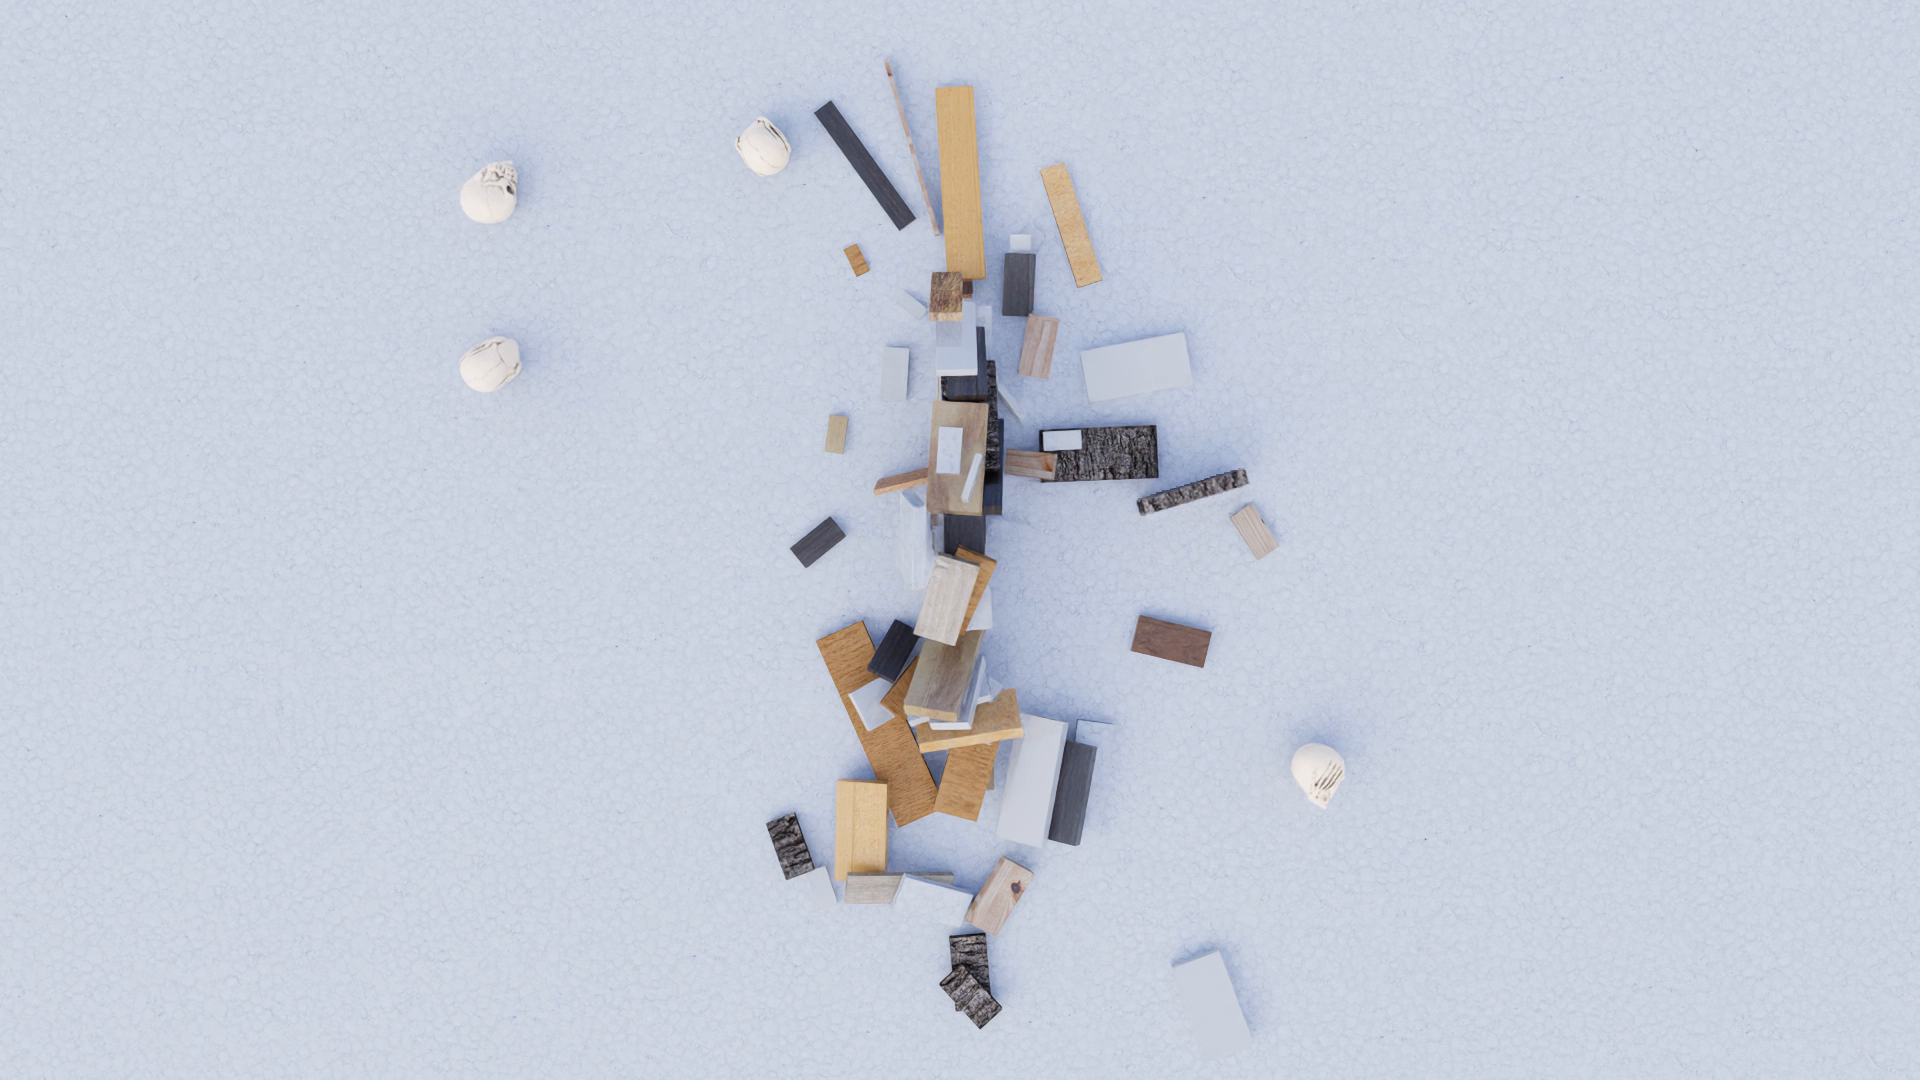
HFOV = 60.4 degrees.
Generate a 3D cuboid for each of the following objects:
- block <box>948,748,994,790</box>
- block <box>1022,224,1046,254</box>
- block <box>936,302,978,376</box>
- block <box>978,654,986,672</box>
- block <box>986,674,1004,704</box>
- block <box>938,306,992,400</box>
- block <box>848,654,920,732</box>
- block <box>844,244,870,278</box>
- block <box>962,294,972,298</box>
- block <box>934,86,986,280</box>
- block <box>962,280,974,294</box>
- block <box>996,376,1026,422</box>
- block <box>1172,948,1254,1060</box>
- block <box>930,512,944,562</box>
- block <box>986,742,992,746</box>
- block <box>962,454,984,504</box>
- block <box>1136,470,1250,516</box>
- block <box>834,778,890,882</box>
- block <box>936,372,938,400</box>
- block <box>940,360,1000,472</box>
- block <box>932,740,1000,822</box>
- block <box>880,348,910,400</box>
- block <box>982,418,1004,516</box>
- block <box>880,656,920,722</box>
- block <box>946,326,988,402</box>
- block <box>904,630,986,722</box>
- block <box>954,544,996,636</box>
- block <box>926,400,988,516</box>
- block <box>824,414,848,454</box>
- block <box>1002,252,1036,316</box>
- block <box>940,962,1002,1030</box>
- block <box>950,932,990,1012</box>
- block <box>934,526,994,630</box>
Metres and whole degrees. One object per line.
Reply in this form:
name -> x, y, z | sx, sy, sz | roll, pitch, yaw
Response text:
block -> 0.037, 0.678, 5.479 | 0.149, 0.042, 0.299 | 0, 90, 0
block -> 0.218, -0.974, 5.490 | 0.070, 0.020, 0.140 | 32, 90, 0
block -> -0.012, -0.640, 5.240 | 0.127, 0.036, 0.254 | -1, 64, -1
block -> 0.013, 0.529, 5.437 | 0.149, 0.042, 0.299 | -1, 90, 0
block -> 0.070, 0.468, 5.371 | 0.137, 0.019, 0.068 | 34, 78, 25
block -> 0.017, -0.584, 5.339 | 0.171, 0.048, 0.341 | 0, 91, -1
block -> -0.215, 0.502, 5.433 | 0.275, 0.039, 0.138 | -28, 91, -20
block -> -0.344, -0.931, 5.493 | 0.050, 0.014, 0.099 | -26, 90, 0
block -> 0.008, -0.863, 5.492 | 0.059, 0.017, 0.117 | -3, 90, 0
block -> 0.001, -1.181, 5.463 | 0.127, 0.036, 0.643 | -4, 87, 0
block -> 0.010, -0.874, 5.475 | 0.058, 0.017, 0.117 | -4, 90, 0
block -> 0.160, -0.467, 5.457 | 0.024, 0.085, 0.170 | -37, 90, 0
block -> 0.837, 1.541, 5.477 | 0.164, 0.047, 0.328 | -20, 90, 0
block -> -0.006, -0.023, 5.354 | 0.170, 0.048, 0.339 | -5, 93, 2
block -> 0.112, 0.598, 5.378 | 0.072, 0.021, 0.145 | 37, 57, 12
block -> 0.038, -0.190, 5.100 | 0.021, 0.073, 0.146 | 17, 80, 6
block -> 0.762, -0.153, 5.412 | 0.348, 0.174, 0.049 | -17, 88, 0
block -> -0.323, 0.961, 5.449 | 0.167, 0.047, 0.335 | 2, 95, 9
block -> 0.006, -0.593, 5.430 | 0.171, 0.048, 0.341 | 1, 105, 0
block -> 0.032, -0.394, 5.257 | 0.176, 0.050, 0.351 | -2, 79, -1
block -> 0.023, 0.760, 5.405 | 0.149, 0.042, 0.299 | 15, 97, -2
block -> -0.217, -0.553, 5.488 | 0.086, 0.024, 0.172 | 4, 90, 0
block -> 0.051, -0.239, 5.292 | 0.176, 0.050, 0.351 | 1, 55, 2
block -> -0.164, 0.488, 5.417 | 0.099, 0.028, 0.198 | 41, 72, -9
block -> 0.020, -0.560, 5.241 | 0.127, 0.036, 0.254 | -2, 64, -1
block -> -0.037, 0.376, 5.308 | 0.170, 0.048, 0.450 | 8, 50, 13
block -> 0.004, 0.159, 5.238 | 0.131, 0.037, 0.263 | 23, 106, -5
block -> -0.009, -0.257, 5.178 | 0.176, 0.050, 0.351 | 3, 79, 2
block -> -0.412, -0.351, 5.491 | 0.062, 0.018, 0.124 | 8, 90, 0
block -> 0.195, -0.845, 5.459 | 0.102, 0.029, 0.204 | 2, 105, 0
block -> 0.036, 1.508, 5.451 | 0.100, 0.028, 0.200 | -43, 90, 0
block -> 0.035, 1.436, 5.483 | 0.122, 0.035, 0.244 | -5, 90, 0
block -> 0.010, 0.120, 5.313 | 0.170, 0.048, 0.339 | -4, 93, 2
